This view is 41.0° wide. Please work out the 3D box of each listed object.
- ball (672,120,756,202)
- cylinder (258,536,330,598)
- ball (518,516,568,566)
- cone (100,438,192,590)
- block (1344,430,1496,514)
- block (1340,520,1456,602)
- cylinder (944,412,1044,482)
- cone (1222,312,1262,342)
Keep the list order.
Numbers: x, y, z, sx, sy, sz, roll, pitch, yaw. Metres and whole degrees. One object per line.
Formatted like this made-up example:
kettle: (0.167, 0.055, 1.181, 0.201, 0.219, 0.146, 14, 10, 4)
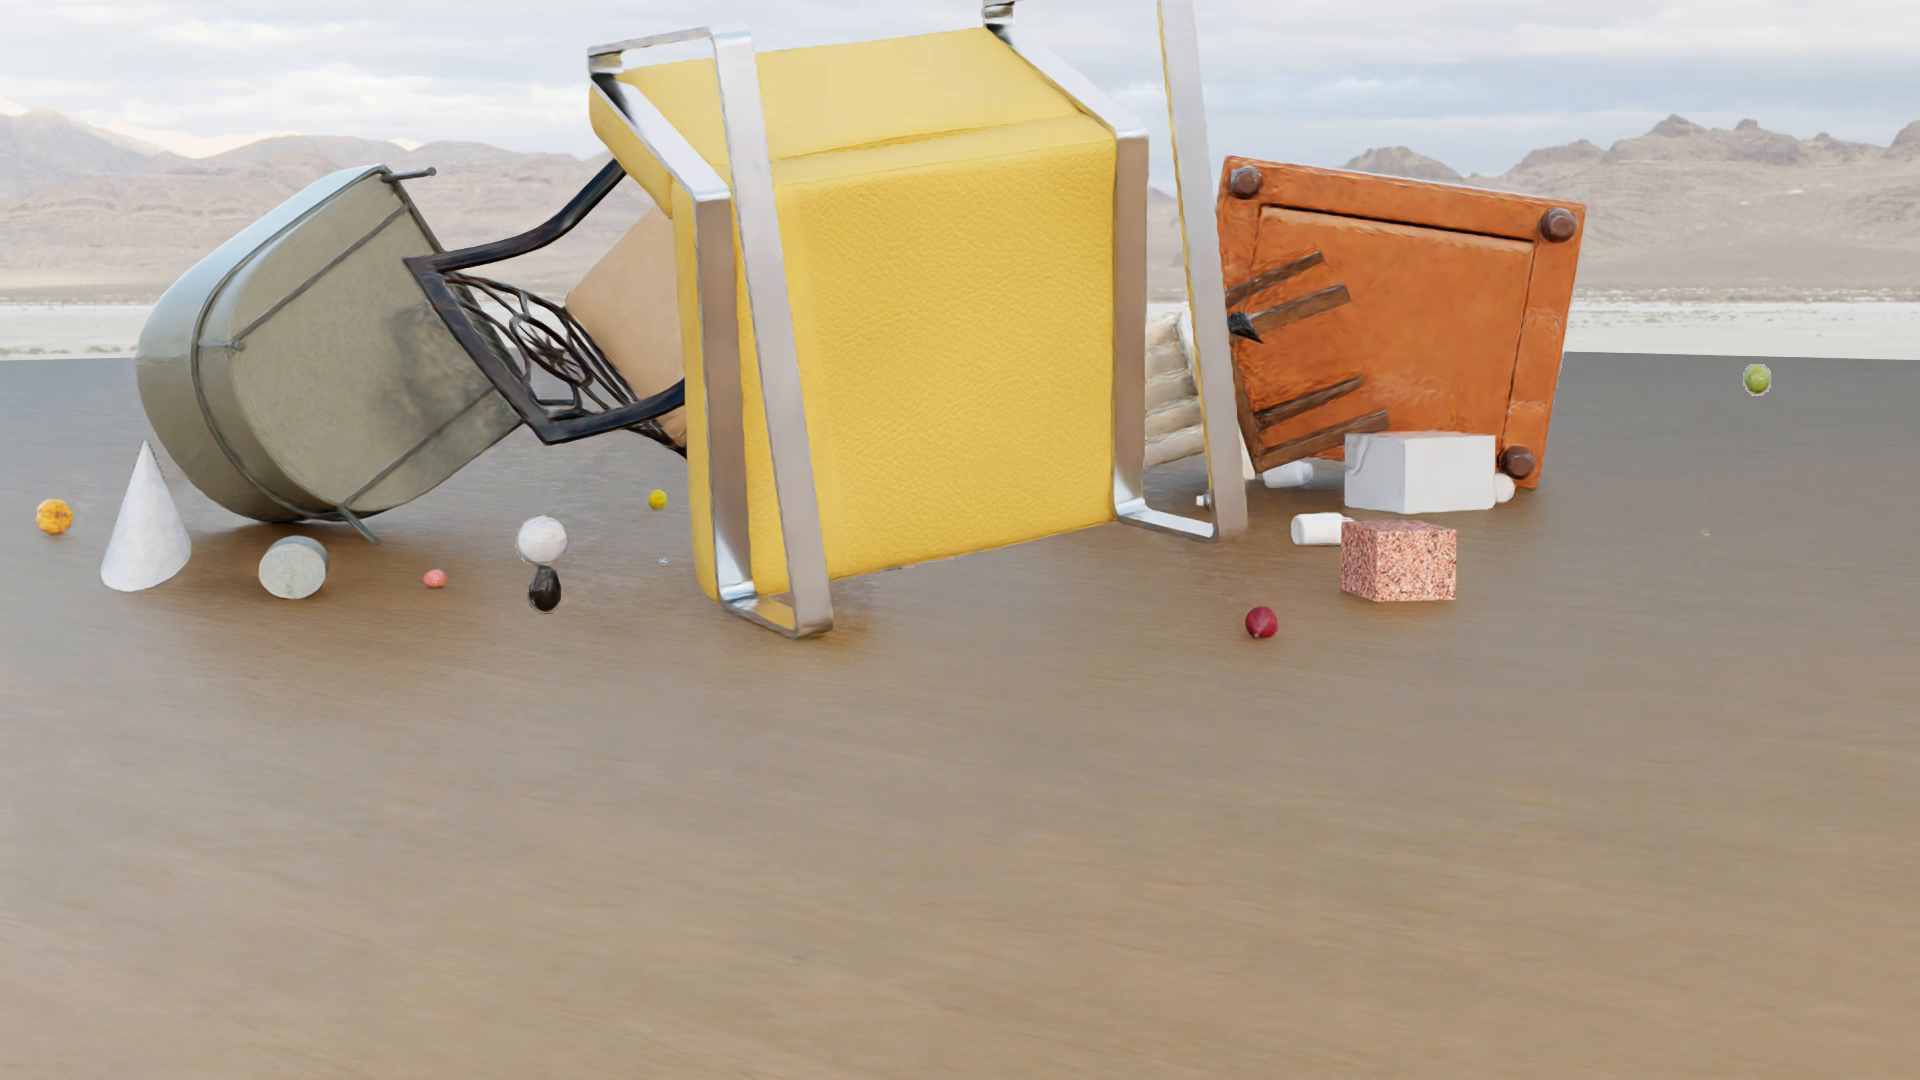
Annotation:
ball: (-0.745, -1.147, 7.774, 0.250, 0.250, 0.250, 0, 6, 0)
cylinder: (-1.380, 0.055, 5.321, 0.134, 0.113, 0.172, -1, 6, -11)
ball: (-0.953, 0.001, 5.853, 0.112, 0.112, 0.112, 0, 6, 0)
cone: (-1.728, -0.085, 5.444, 0.166, 0.285, 0.303, 8, 25, 1)
block: (1.309, -0.197, 7.314, 0.323, 0.207, 0.270, -3, 7, -29)
block: (0.906, 0.041, 5.315, 0.169, 0.143, 0.219, -1, 6, -11)
cylinder: (0.099, -0.272, 7.427, 0.122, 0.214, 0.269, -48, -19, 28)
cone: (0.778, -0.559, 6.913, 0.108, 0.061, 0.107, 34, -9, -25)
